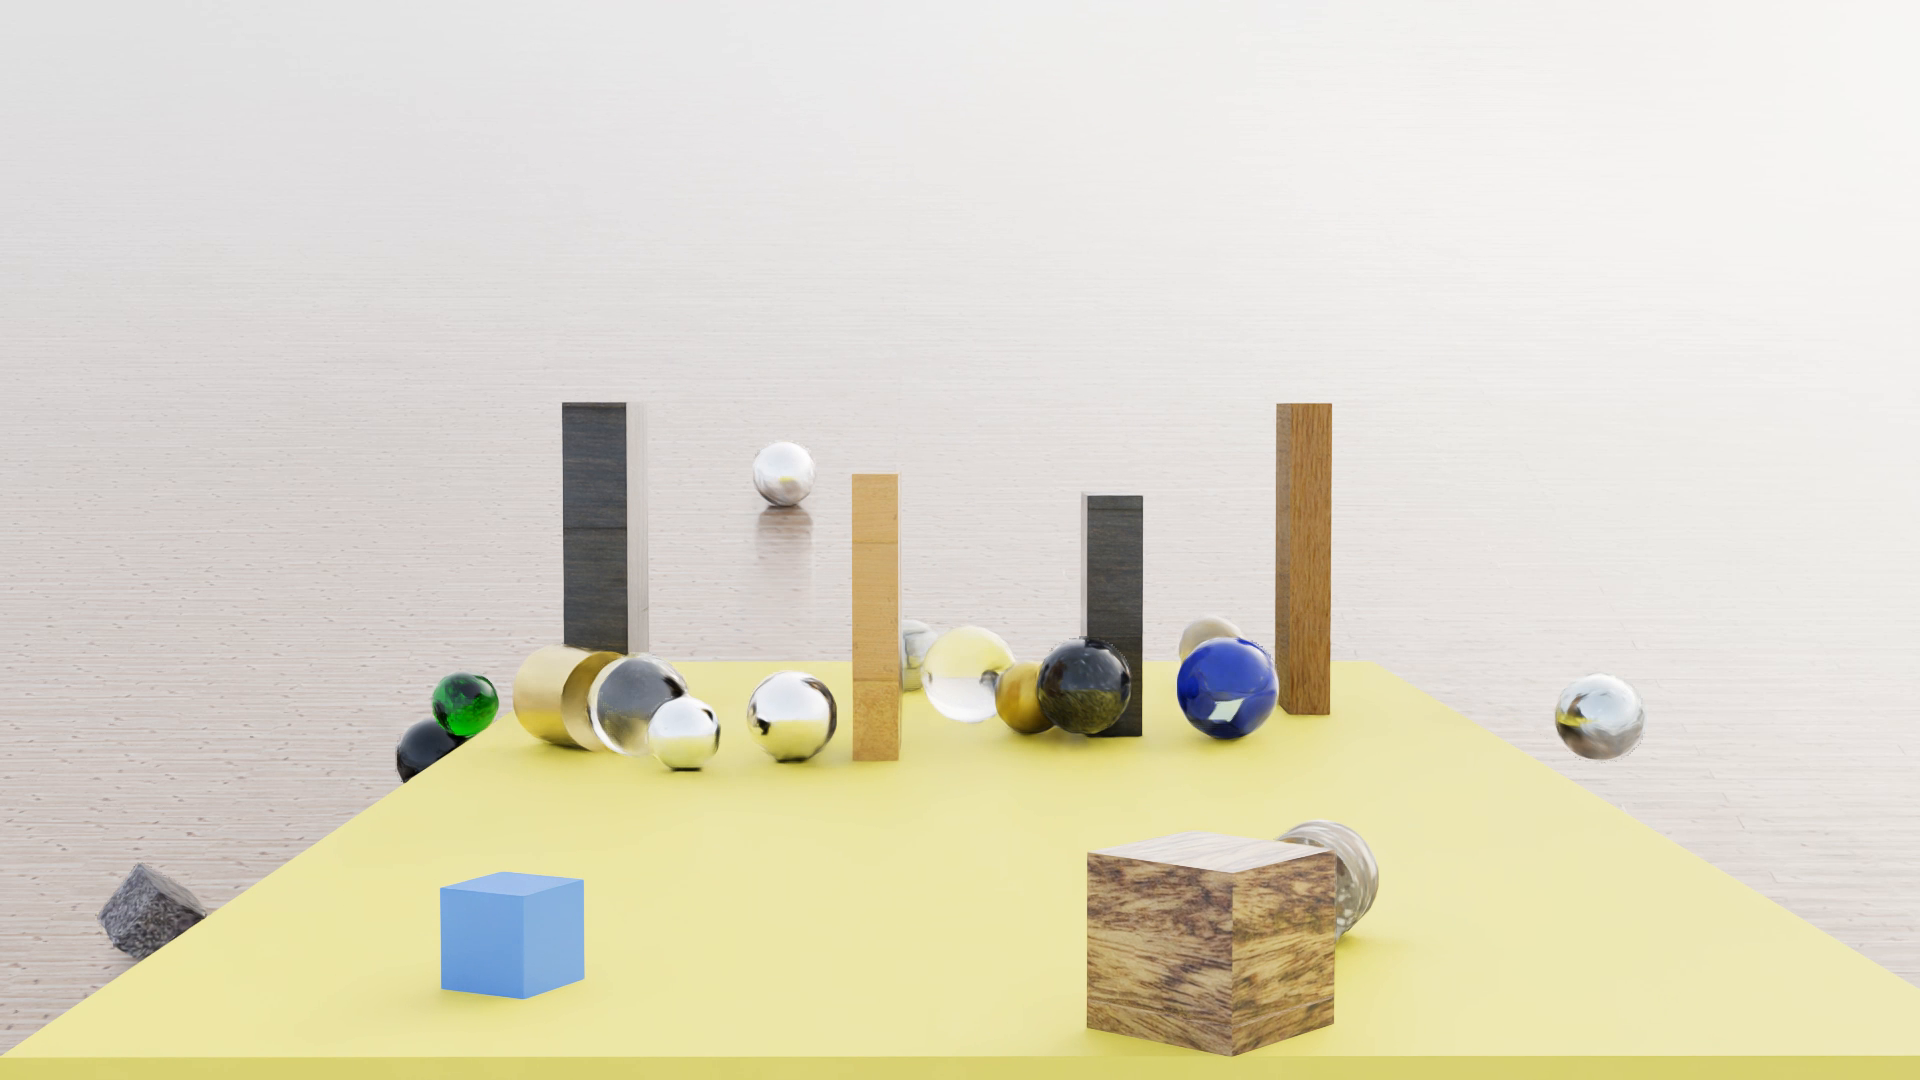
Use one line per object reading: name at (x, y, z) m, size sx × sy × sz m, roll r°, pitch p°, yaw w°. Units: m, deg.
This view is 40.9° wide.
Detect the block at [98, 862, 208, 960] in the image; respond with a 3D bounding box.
block at (-1.668, 0.785, 5.326) m, size 0.141 × 0.141 × 0.141 m, roll -52°, pitch 37°, yaw -5°

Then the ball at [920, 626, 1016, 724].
ball at (0.020, 0.274, 5.231) m, size 0.198 × 0.198 × 0.198 m, roll 0°, pitch 22°, yaw 0°

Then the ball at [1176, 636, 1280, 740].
ball at (0.517, 0.286, 4.975) m, size 0.199 × 0.199 × 0.199 m, roll 0°, pitch 22°, yaw 0°

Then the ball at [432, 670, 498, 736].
ball at (-0.971, 0.321, 5.049) m, size 0.130 × 0.130 × 0.130 m, roll 0°, pitch 22°, yaw 0°

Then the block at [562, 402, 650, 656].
block at (-0.763, 0.030, 5.556) m, size 0.135 × 0.654 × 0.364 m, roll 0°, pitch 3°, yaw 0°

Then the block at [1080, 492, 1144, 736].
block at (0.301, 0.142, 5.134) m, size 0.109 × 0.471 × 0.255 m, roll 0°, pitch 3°, yaw 0°

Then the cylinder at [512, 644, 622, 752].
cylinder at (-0.718, 0.298, 4.864) m, size 0.189 × 0.189 × 0.189 m, roll -17°, pitch 12°, yaw -36°

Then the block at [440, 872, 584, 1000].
block at (-0.496, 0.437, 2.852) m, size 0.112 × 0.112 × 0.112 m, roll 1°, pitch 3°, yaw 27°

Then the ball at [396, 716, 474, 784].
ball at (-1.123, 0.468, 5.532) m, size 0.178 × 0.178 × 0.178 m, roll 0°, pitch 22°, yaw 0°

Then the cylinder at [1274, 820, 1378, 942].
cylinder at (0.420, 0.413, 3.076) m, size 0.137 × 0.137 × 0.137 m, roll 8°, pitch 6°, yaw 20°

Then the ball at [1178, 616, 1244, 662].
ball at (0.589, 0.256, 6.006) m, size 0.157 × 0.157 × 0.157 m, roll 0°, pitch 22°, yaw 0°

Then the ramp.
ramp at (0.051, 0.458, 4.533) m, size 2.000 × 0.100 × 4.000 m, roll 0°, pitch 3°, yaw 0°

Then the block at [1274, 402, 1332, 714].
block at (0.731, 0.034, 5.485) m, size 0.086 × 0.651 × 0.248 m, roll 0°, pitch 3°, yaw 0°

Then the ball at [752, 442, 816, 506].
ball at (-0.533, -0.201, 7.791) m, size 0.195 × 0.195 × 0.195 m, roll 0°, pitch 22°, yaw 0°

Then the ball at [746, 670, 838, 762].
ball at (-0.304, 0.320, 4.659) m, size 0.165 × 0.165 × 0.165 m, roll 0°, pitch 22°, yaw 0°

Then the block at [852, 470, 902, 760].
block at (-0.154, 0.134, 4.807) m, size 0.084 × 0.522 × 0.295 m, roll 0°, pitch 3°, yaw 0°

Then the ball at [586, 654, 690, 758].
ball at (-0.589, 0.304, 4.724) m, size 0.190 × 0.190 × 0.190 m, roll 0°, pitch 22°, yaw 0°

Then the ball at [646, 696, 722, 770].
ball at (-0.488, 0.342, 4.550) m, size 0.131 × 0.131 × 0.131 m, roll 0°, pitch 22°, yaw 0°

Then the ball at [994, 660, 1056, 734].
ball at (0.140, 0.309, 5.058) m, size 0.146 × 0.146 × 0.146 m, roll 0°, pitch 22°, yaw 0°

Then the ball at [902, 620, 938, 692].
ball at (-0.119, 0.262, 5.829) m, size 0.164 × 0.164 × 0.164 m, roll 0°, pitch 22°, yaw 0°

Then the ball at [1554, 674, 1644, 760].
ball at (1.370, 0.380, 5.511) m, size 0.187 × 0.187 × 0.187 m, roll 0°, pitch 22°, yaw 0°

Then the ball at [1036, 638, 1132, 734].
ball at (0.237, 0.280, 4.922) m, size 0.184 × 0.184 × 0.184 m, roll 0°, pitch 22°, yaw 0°

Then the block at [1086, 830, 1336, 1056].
block at (0.259, 0.411, 2.653) m, size 0.182 × 0.182 × 0.182 m, roll 2°, pitch 4°, yaw 41°
